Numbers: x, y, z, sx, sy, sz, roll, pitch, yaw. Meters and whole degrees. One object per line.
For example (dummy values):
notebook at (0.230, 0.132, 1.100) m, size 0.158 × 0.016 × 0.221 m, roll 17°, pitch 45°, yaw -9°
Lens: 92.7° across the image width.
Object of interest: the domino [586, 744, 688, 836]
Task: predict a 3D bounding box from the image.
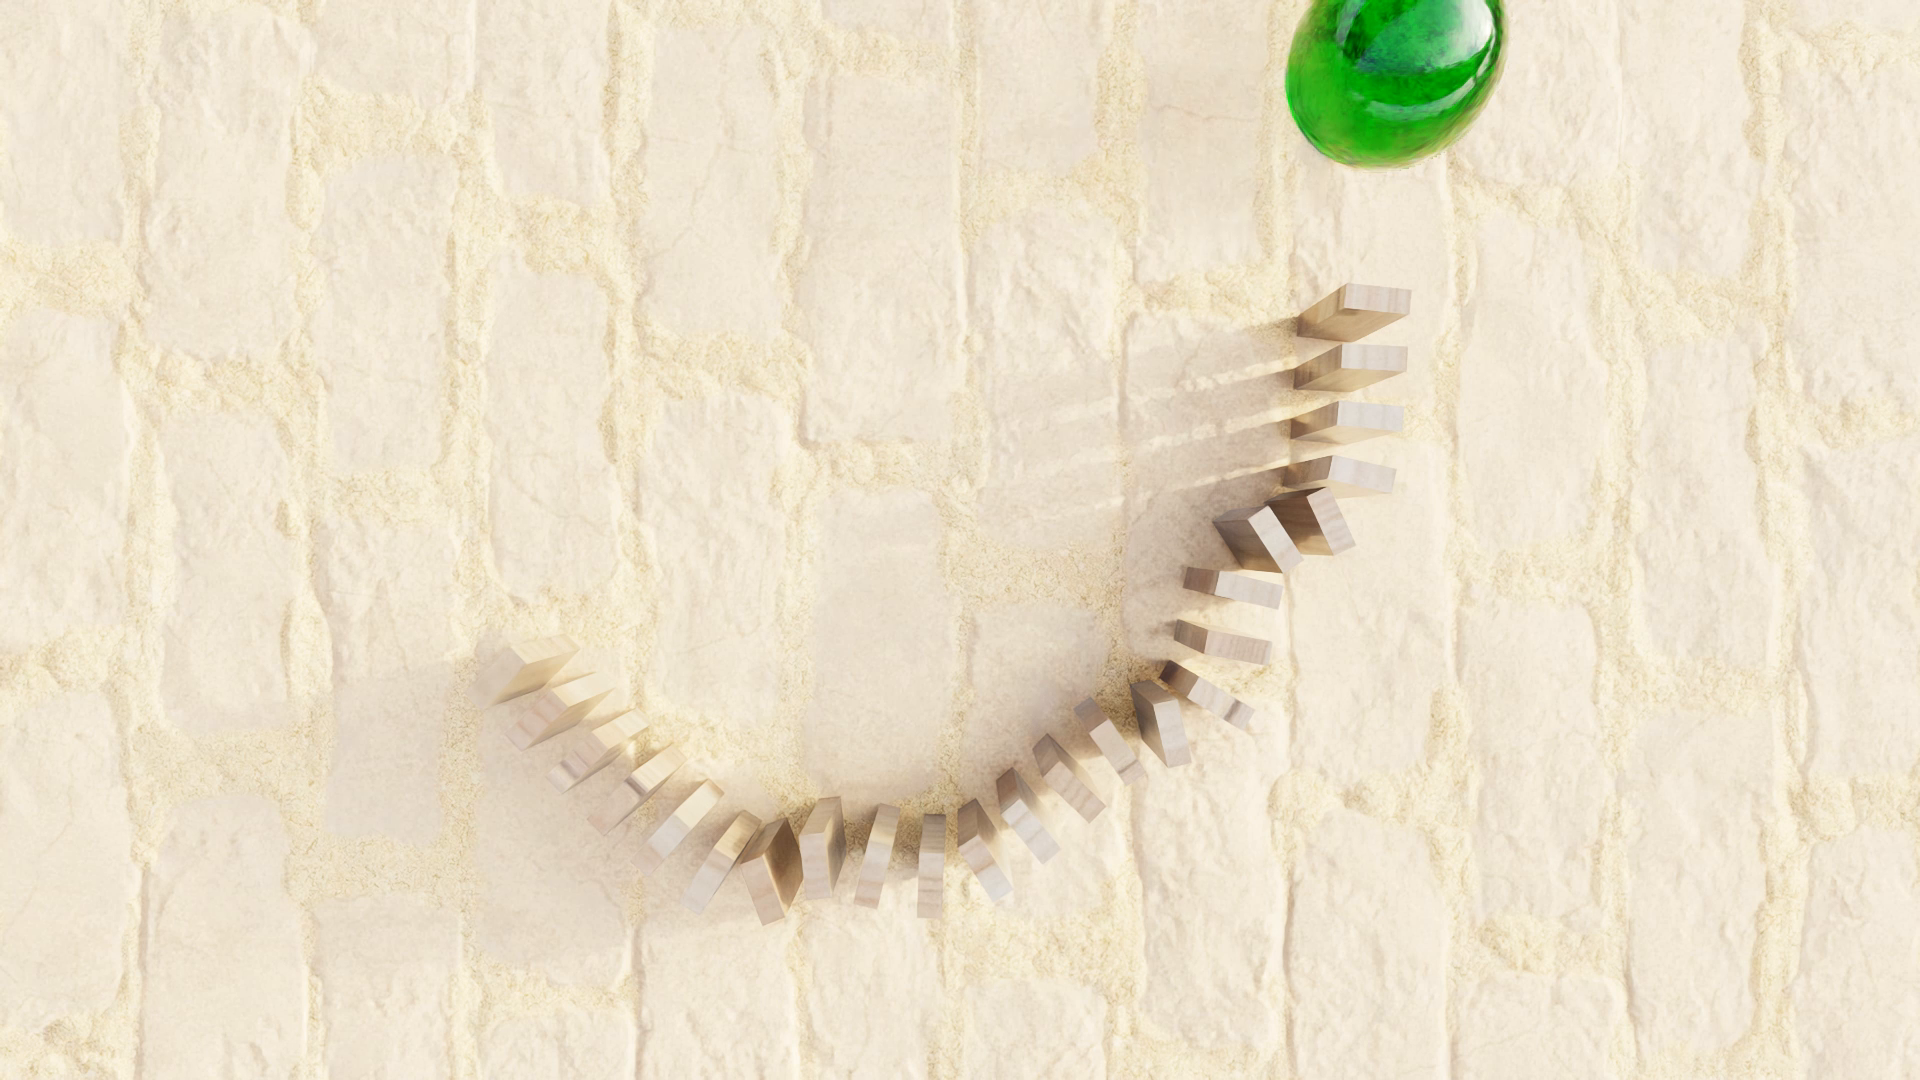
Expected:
domino at (-0.131, 0.101, 0.375) m, size 0.009 × 0.050 × 0.025 m, roll 45°, pitch 90°, yaw 0°

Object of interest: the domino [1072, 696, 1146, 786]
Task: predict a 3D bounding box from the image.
domino at (0.060, 0.081, 0.375) m, size 0.009 × 0.050 × 0.025 m, roll -35°, pitch 90°, yaw 0°

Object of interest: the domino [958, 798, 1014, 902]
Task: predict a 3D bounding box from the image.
domino at (0.010, 0.126, 0.375) m, size 0.009 × 0.050 × 0.025 m, roll -33°, pitch 90°, yaw 0°

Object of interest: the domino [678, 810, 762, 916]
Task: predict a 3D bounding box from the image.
domino at (-0.097, 0.131, 0.375) m, size 0.009 × 0.050 × 0.025 m, roll 32°, pitch 90°, yaw 0°

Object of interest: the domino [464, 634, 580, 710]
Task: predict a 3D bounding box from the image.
domino at (-0.178, 0.053, 0.375) m, size 0.009 × 0.050 × 0.025 m, roll 45°, pitch 90°, yaw 0°

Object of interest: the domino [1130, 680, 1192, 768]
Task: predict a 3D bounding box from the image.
domino at (0.081, 0.074, 0.375) m, size 0.010 × 0.050 × 0.025 m, roll -13°, pitch 90°, yaw 0°

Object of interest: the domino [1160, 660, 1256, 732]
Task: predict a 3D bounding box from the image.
domino at (0.100, 0.063, 0.375) m, size 0.025 × 0.050 × 0.010 m, roll 31°, pitch 90°, yaw 0°

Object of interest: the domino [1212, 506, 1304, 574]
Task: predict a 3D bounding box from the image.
domino at (0.121, 0.000, 0.375) m, size 0.010 × 0.050 × 0.025 m, roll -33°, pitch 90°, yaw 0°

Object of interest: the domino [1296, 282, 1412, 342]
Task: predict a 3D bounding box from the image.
domino at (0.160, -0.092, 0.375) m, size 0.025 × 0.050 × 0.010 m, roll 6°, pitch 90°, yaw 0°

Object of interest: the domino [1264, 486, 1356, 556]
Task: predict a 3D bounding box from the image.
domino at (0.142, -0.007, 0.375) m, size 0.009 × 0.050 × 0.025 m, roll -25°, pitch 90°, yaw 0°

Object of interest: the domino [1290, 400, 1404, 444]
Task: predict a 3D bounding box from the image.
domino at (0.157, -0.047, 0.375) m, size 0.025 × 0.050 × 0.009 m, roll 5°, pitch 90°, yaw 0°

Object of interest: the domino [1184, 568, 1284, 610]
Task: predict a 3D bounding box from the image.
domino at (0.111, 0.019, 0.375) m, size 0.025 × 0.050 × 0.010 m, roll 13°, pitch 90°, yaw 0°

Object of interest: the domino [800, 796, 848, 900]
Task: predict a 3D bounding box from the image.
domino at (-0.055, 0.125, 0.375) m, size 0.009 × 0.050 × 0.025 m, roll -6°, pitch 90°, yaw 0°

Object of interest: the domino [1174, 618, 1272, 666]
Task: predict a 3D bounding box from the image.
domino at (0.106, 0.041, 0.375) m, size 0.025 × 0.050 × 0.009 m, roll 11°, pitch 90°, yaw 0°

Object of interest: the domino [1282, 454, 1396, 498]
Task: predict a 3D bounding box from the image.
domino at (0.154, -0.025, 0.375) m, size 0.025 × 0.050 × 0.009 m, roll 13°, pitch 90°, yaw 0°

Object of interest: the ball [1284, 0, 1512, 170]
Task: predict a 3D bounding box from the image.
ball at (0.170, -0.188, 0.360) m, size 0.080 × 0.080 × 0.080 m, roll 0°, pitch 90°, yaw 0°

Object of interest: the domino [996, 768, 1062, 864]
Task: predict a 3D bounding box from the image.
domino at (0.027, 0.112, 0.375) m, size 0.009 × 0.050 × 0.025 m, roll -40°, pitch 90°, yaw 0°

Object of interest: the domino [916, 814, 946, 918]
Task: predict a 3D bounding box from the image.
domino at (-0.011, 0.132, 0.375) m, size 0.010 × 0.050 × 0.025 m, roll 2°, pitch 90°, yaw 0°

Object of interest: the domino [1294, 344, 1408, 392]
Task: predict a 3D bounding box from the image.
domino at (0.158, -0.070, 0.375) m, size 0.025 × 0.050 × 0.009 m, roll 3°, pitch 90°, yaw 0°

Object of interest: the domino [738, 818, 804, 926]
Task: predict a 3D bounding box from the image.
domino at (-0.076, 0.134, 0.375) m, size 0.009 × 0.050 × 0.025 m, roll -21°, pitch 90°, yaw 0°

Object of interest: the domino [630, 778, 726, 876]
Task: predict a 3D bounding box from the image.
domino at (-0.114, 0.117, 0.375) m, size 0.010 × 0.050 × 0.025 m, roll 42°, pitch 90°, yaw 0°

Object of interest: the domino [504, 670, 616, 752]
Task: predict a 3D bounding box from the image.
domino at (-0.162, 0.069, 0.375) m, size 0.025 × 0.050 × 0.009 m, roll -44°, pitch 90°, yaw 0°

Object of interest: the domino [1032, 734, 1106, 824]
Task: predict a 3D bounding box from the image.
domino at (0.044, 0.096, 0.375) m, size 0.025 × 0.050 × 0.010 m, roll 44°, pitch 90°, yaw 0°

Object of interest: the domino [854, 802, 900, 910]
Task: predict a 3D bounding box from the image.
domino at (-0.033, 0.128, 0.375) m, size 0.010 × 0.050 × 0.025 m, roll 14°, pitch 90°, yaw 0°

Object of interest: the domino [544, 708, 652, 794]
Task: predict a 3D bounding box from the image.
domino at (-0.146, 0.085, 0.375) m, size 0.025 × 0.050 × 0.009 m, roll -44°, pitch 90°, yaw 0°
